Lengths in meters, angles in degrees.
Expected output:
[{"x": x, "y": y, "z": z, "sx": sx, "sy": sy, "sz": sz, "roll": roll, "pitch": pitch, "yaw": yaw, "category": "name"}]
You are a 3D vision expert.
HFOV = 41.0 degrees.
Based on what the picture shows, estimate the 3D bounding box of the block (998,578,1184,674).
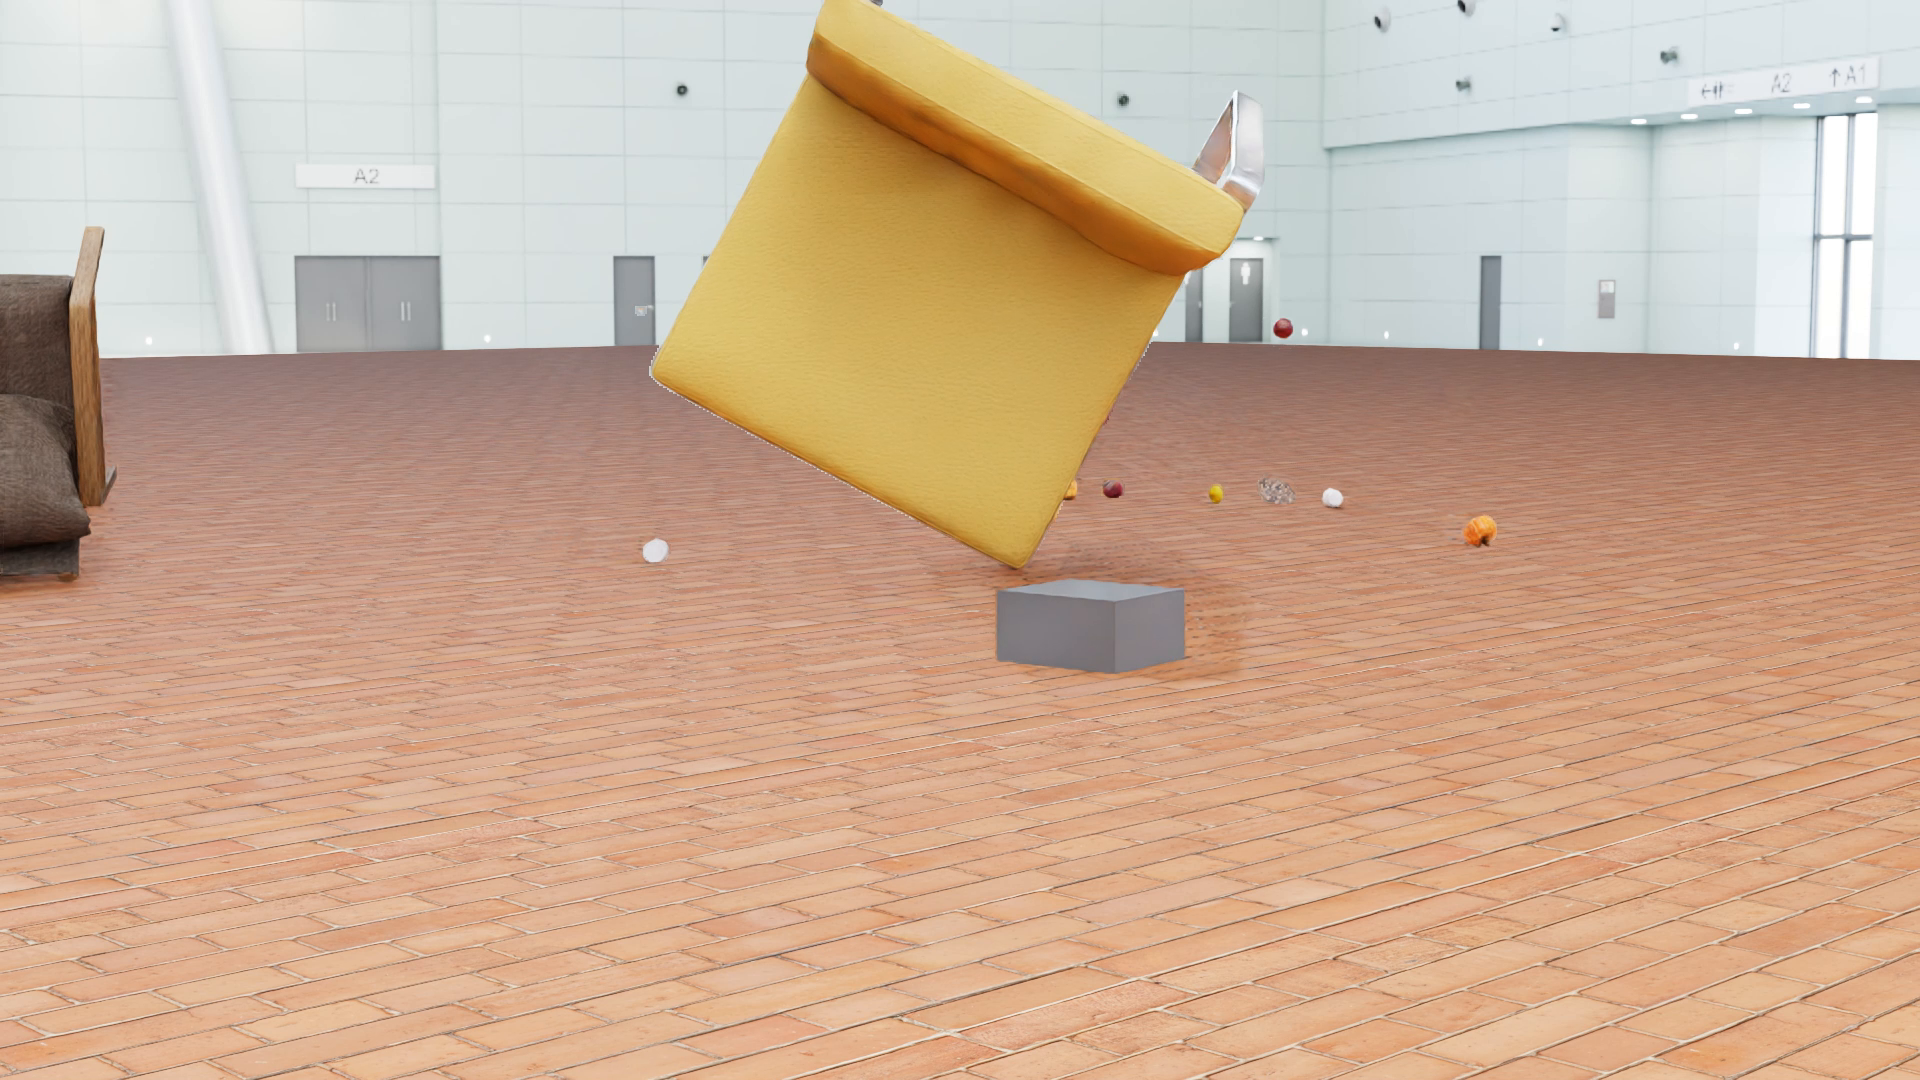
[{"x": 0.225, "y": 0.146, "z": 4.402, "sx": 0.241, "sy": 0.122, "sz": 0.214, "roll": 5, "pitch": 7, "yaw": 37, "category": "block"}]

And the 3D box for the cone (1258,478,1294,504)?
[{"x": 0.907, "y": -0.128, "z": 7.465, "sx": 0.110, "sy": 0.076, "sz": 0.091, "roll": 20, "pitch": -22, "yaw": -5, "category": "cone"}]

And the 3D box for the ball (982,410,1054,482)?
[{"x": 0.186, "y": -0.298, "z": 8.192, "sx": 0.228, "sy": 0.228, "sz": 0.228, "roll": 0, "pitch": 6, "yaw": 0, "category": "ball"}]
